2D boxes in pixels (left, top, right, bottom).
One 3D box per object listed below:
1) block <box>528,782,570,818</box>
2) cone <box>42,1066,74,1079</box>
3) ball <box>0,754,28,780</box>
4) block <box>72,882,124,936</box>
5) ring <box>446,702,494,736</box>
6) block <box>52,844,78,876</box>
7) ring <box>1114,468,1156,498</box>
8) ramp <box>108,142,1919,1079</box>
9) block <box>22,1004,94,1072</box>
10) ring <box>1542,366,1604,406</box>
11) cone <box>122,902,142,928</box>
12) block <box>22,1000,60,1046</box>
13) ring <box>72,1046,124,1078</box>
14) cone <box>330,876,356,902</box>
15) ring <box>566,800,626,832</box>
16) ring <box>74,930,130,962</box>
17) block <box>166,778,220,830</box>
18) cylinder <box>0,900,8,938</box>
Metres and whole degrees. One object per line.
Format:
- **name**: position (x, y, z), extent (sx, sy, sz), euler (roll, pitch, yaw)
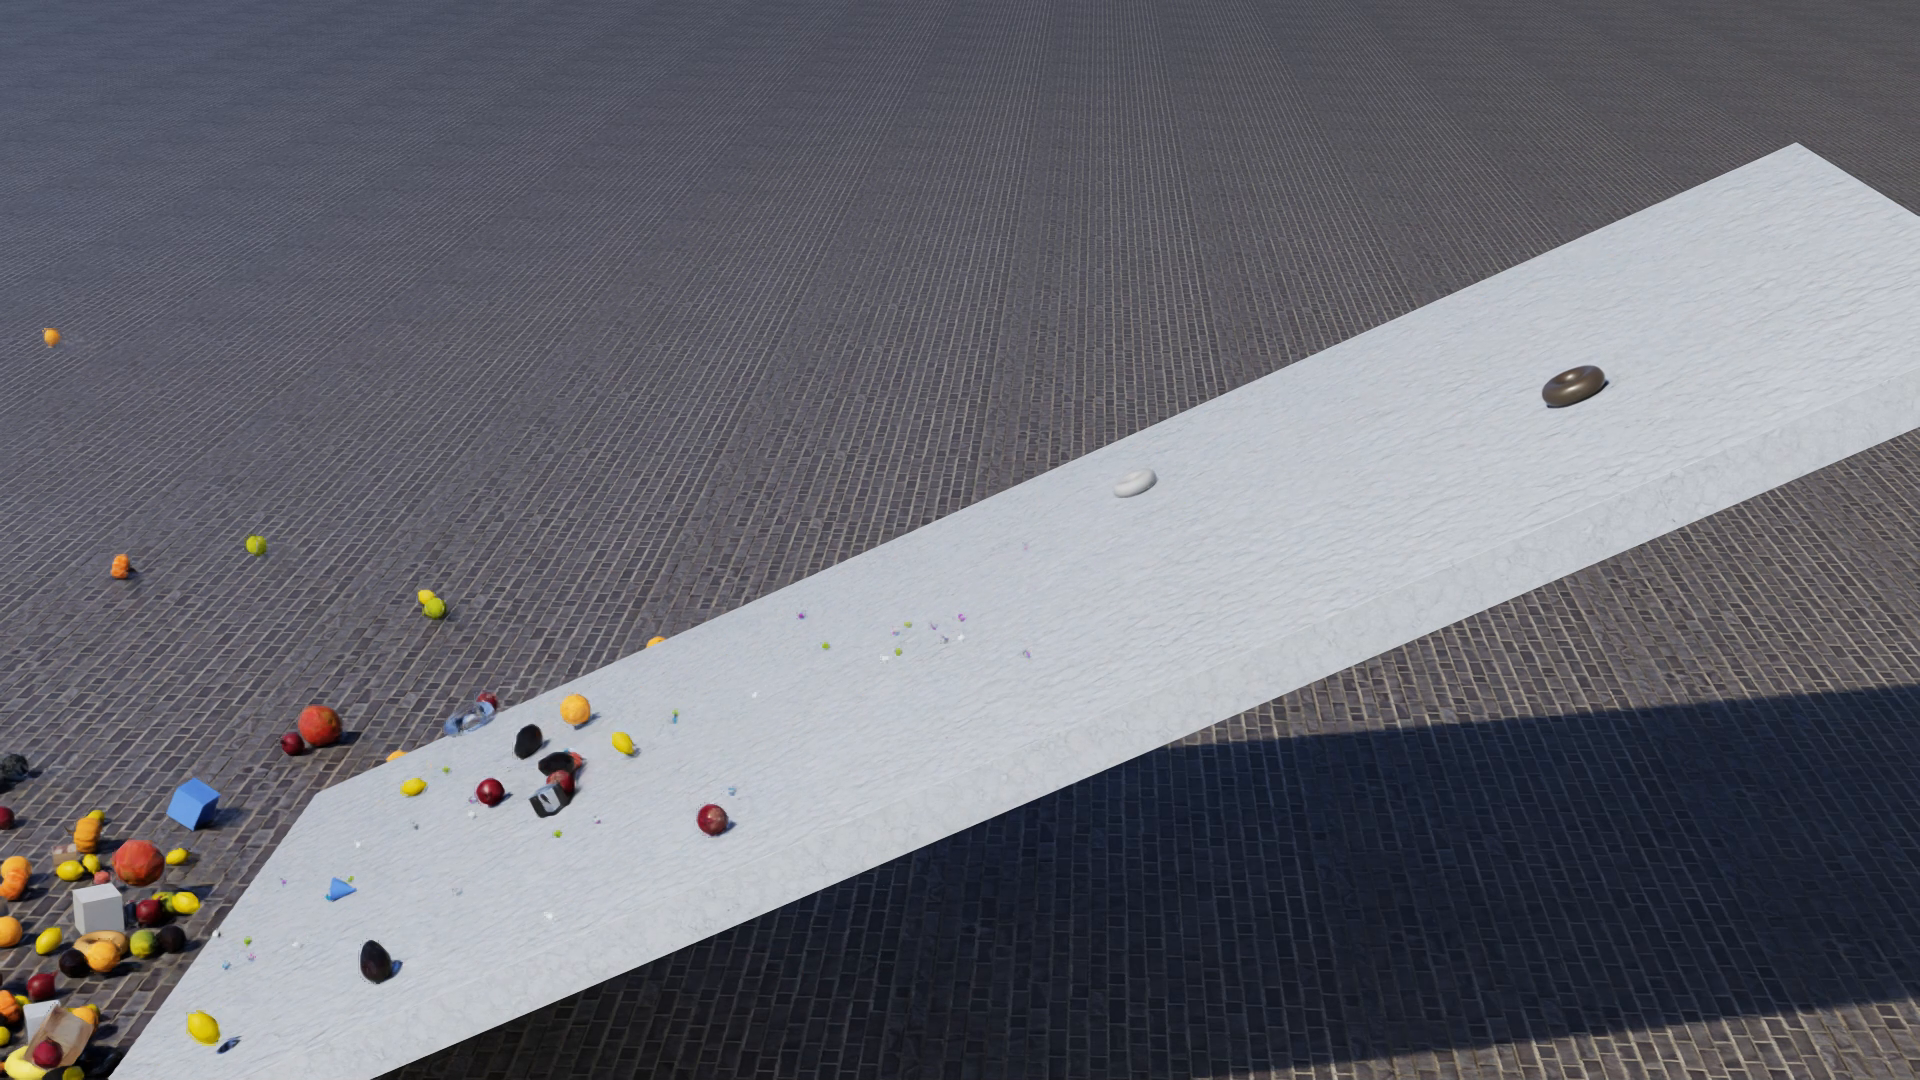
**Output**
- **block**: position (-0.884, 0.561, 6.332), extent (0.052, 0.052, 0.052), euler (-16, 16, 37)
- **cone**: position (-1.852, 1.138, 6.071), extent (0.071, 0.071, 0.071), euler (-10, 45, -32)
- **ball**: position (-2.538, 0.609, 7.894), extent (0.070, 0.070, 0.070), euler (0, 16, 0)
- **block**: position (-2.025, 0.872, 6.913), extent (0.092, 0.092, 0.092), euler (-9, 18, -30)
- **ring**: position (-1.241, 0.453, 7.442), extent (0.134, 0.045, 0.134), euler (-25, 14, 7)
- **block**: position (-2.211, 0.791, 7.267), extent (0.057, 0.057, 0.057), euler (-6, 17, -20)
- **ring**: position (0.396, -0.129, 6.657), extent (0.103, 0.034, 0.103), euler (-24, 14, 6)
- **ramp**: position (0.135, 0.169, 6.283), extent (4.000, 0.100, 2.000), euler (-24, 13, 9)
- **block**: position (-1.882, 1.049, 6.141), extent (0.091, 0.091, 0.091), euler (34, 21, -15)
- **ring**: position (1.208, -0.303, 5.793), extent (0.129, 0.043, 0.129), euler (-23, 14, 6)
- **cone**: position (-1.950, 0.897, 6.945), extent (0.057, 0.057, 0.057), euler (-11, 46, -35)
- **block**: position (-1.970, 1.044, 6.327), extent (0.075, 0.075, 0.075), euler (-6, 17, -22)
- **ring**: position (-1.818, 1.100, 6.197), extent (0.111, 0.037, 0.111), euler (0, 16, 0)
- **cone**: position (-1.349, 0.768, 6.460), extent (0.054, 0.054, 0.054), euler (3, 16, 4)
- **ring**: position (-0.750, 0.572, 6.086), extent (0.127, 0.042, 0.127), euler (-1, 12, 0)
- **ring**: position (-1.979, 0.936, 6.777), extent (0.125, 0.042, 0.125), euler (-1, 14, 0)
- **block**: position (-1.970, 0.679, 7.564), extent (0.084, 0.084, 0.084), euler (31, 22, 8)
- **cylinder**: position (-2.283, 0.885, 6.874), extent (0.087, 0.087, 0.087), euler (2, 16, 6)
